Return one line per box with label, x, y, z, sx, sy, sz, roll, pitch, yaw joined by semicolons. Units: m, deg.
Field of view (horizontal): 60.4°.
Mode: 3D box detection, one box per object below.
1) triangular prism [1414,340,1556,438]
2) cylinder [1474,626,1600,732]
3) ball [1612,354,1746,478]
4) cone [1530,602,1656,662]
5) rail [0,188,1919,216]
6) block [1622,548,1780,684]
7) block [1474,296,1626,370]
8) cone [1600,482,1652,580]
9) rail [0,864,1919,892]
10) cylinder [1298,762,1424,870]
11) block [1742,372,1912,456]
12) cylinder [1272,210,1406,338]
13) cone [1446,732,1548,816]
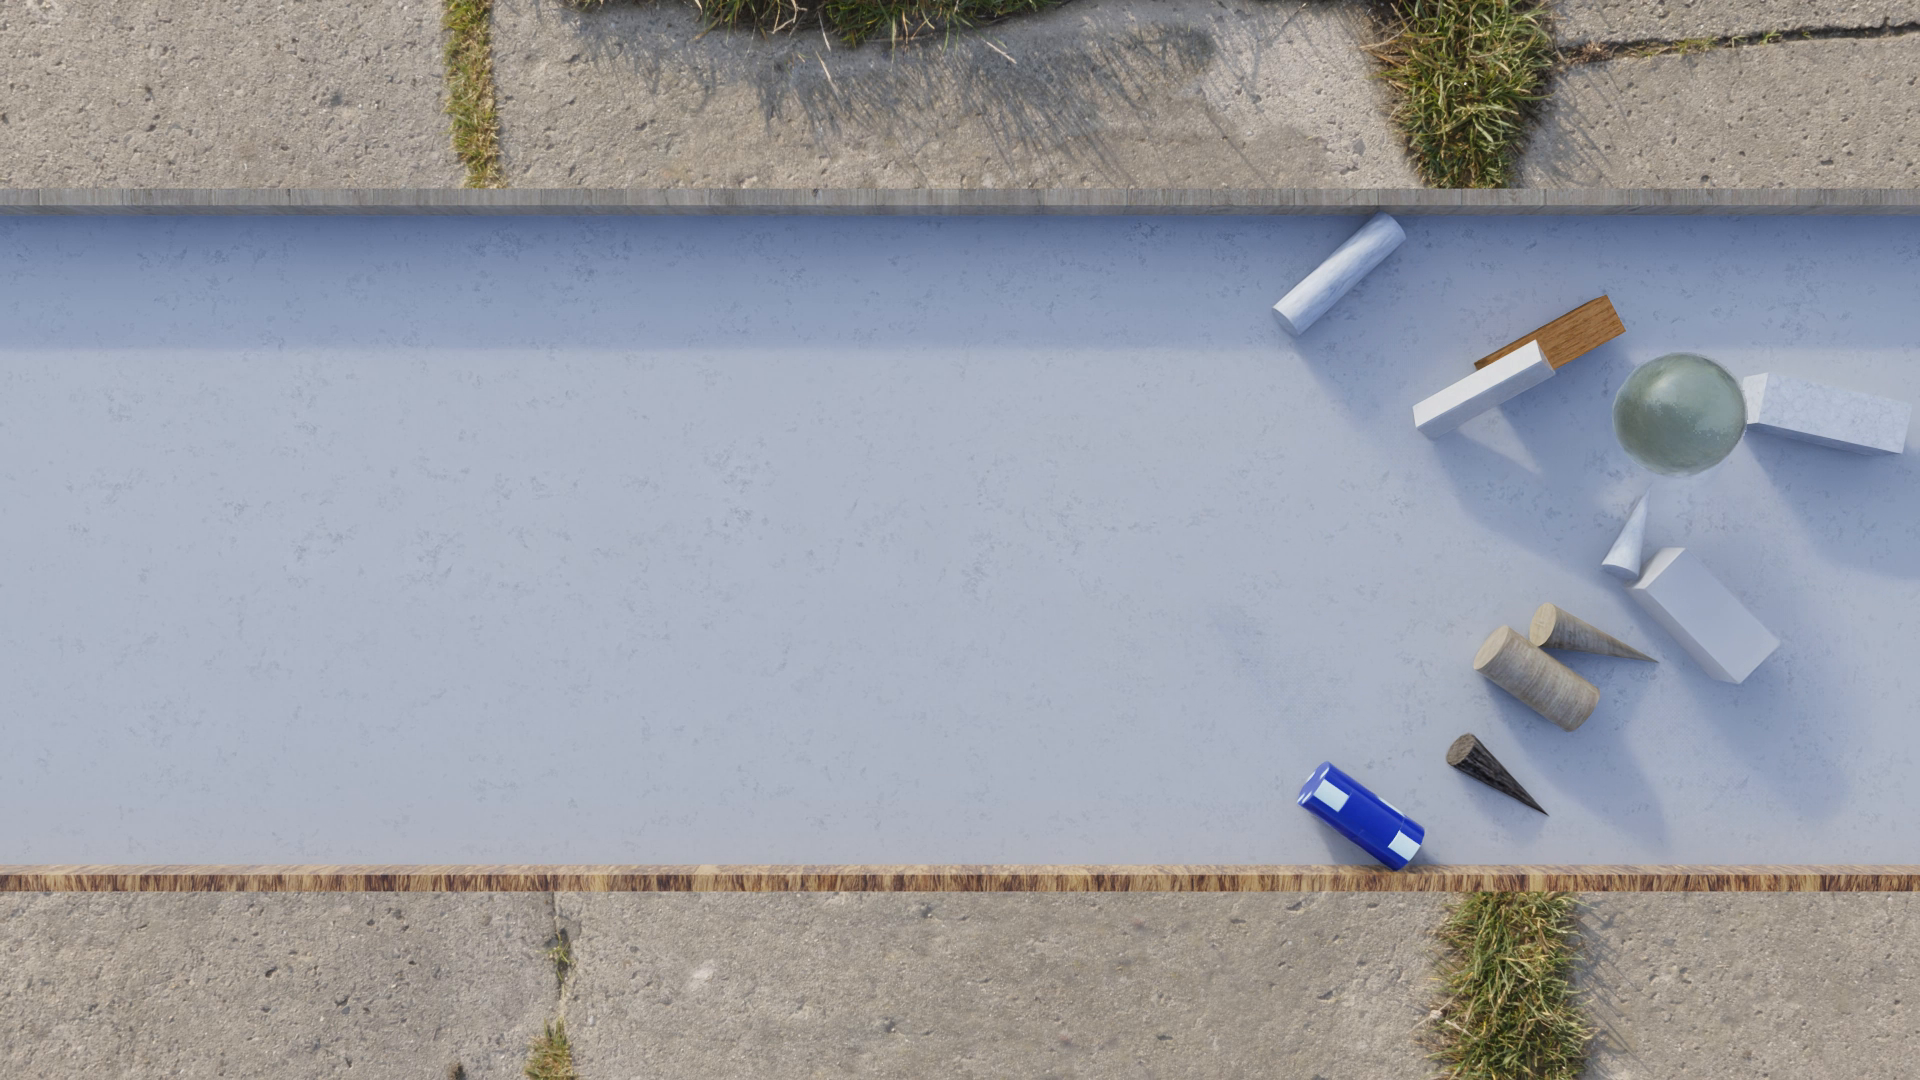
triangular prism;1.556;-0.440;4.929;0.409;0.101;0.117;-30;89;28
cylinder;1.745;0.420;4.995;0.335;0.163;0.163;35;90;0
ball;2.129;-0.369;4.893;0.367;0.367;0.367;0;90;0
cone;1.962;0.317;5.043;0.412;0.137;0.137;18;90;-9
rail;-2.247;-1.025;5.002;12.000;0.150;0.050;0;90;0
block;2.238;0.226;4.990;0.172;0.172;0.400;-45;90;0
block;1.791;-0.585;5.014;0.409;0.126;0.126;-28;90;0
cone;2.069;-0.042;5.048;0.115;0.115;0.311;24;80;0
rail;-2.247;1.025;5.001;12.000;0.150;0.050;0;90;0
cylinder;1.214;0.835;4.995;0.349;0.160;0.160;35;90;0
block;2.613;-0.379;5.000;0.442;0.153;0.153;12;90;0
cylinder;1.151;-0.809;5.017;0.438;0.120;0.120;-42;90;0
cone;1.669;0.743;5.047;0.367;0.118;0.118;36;90;-9
